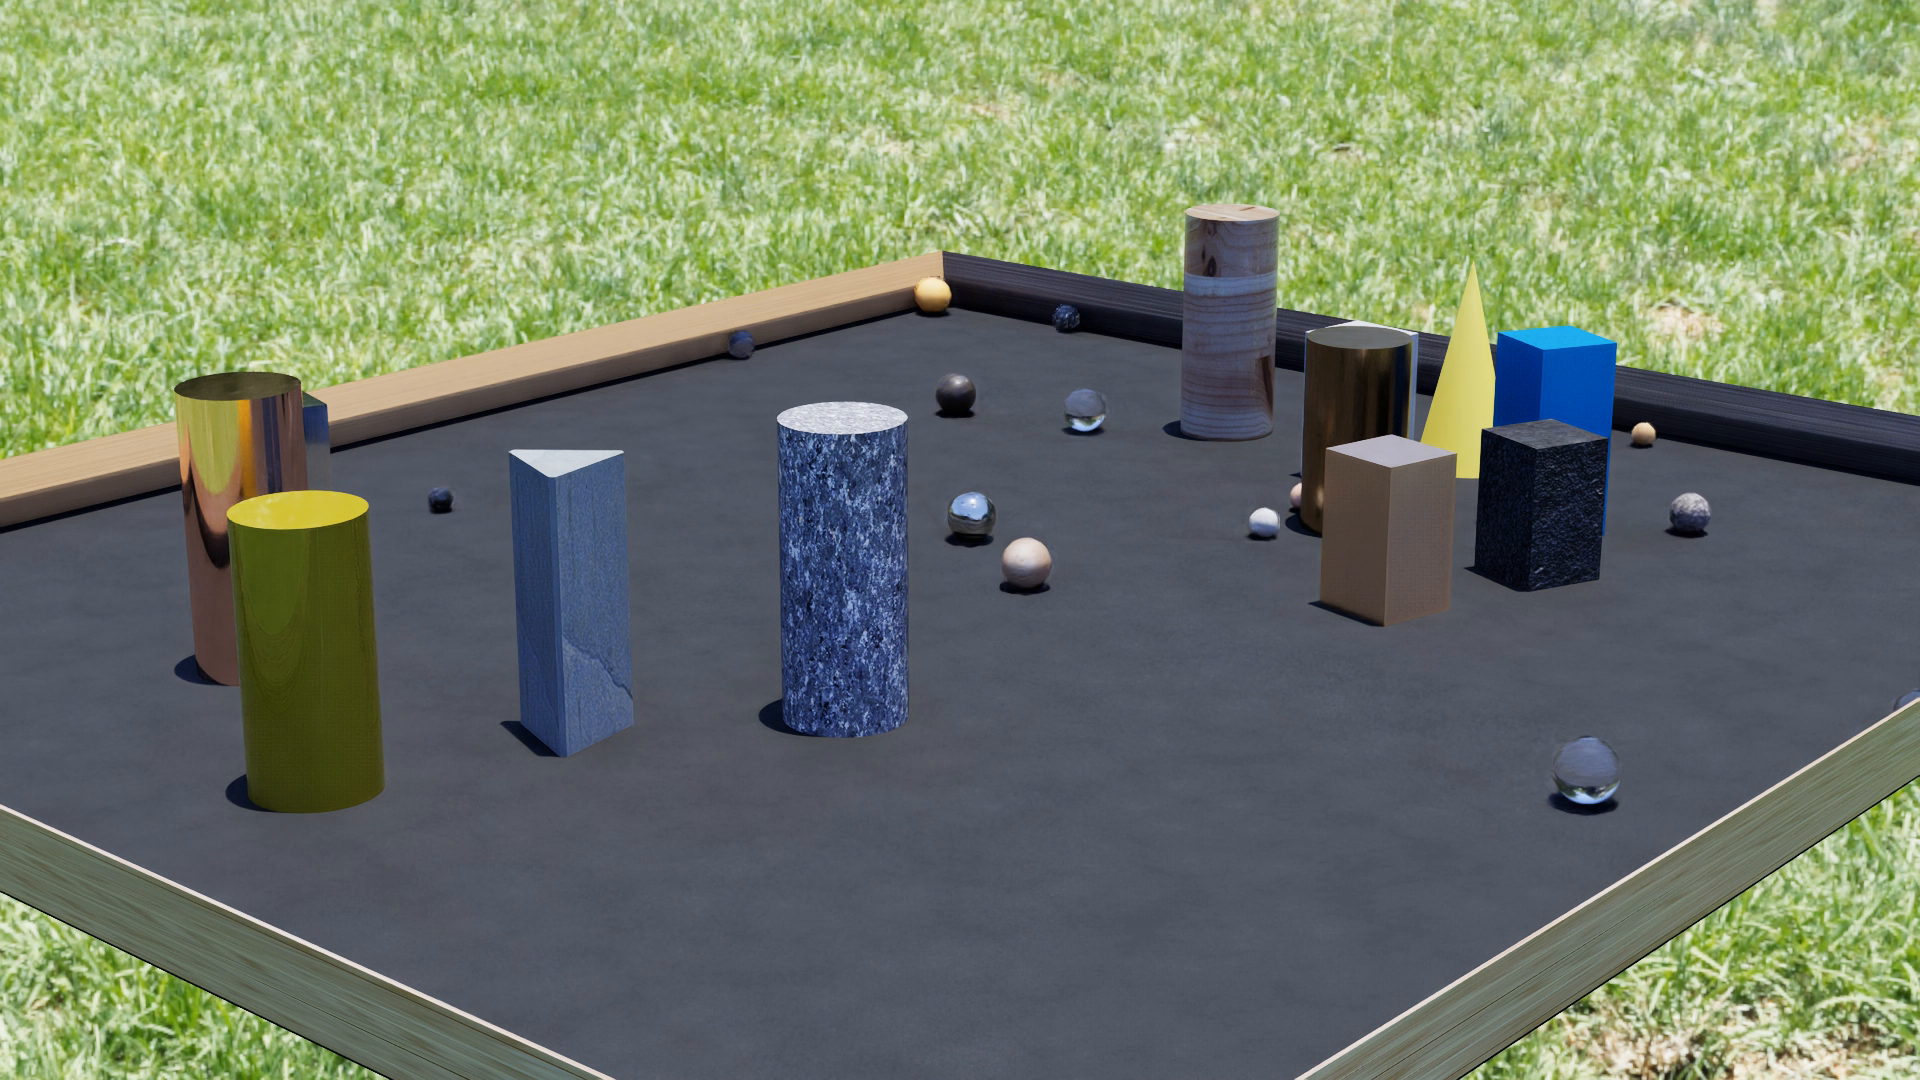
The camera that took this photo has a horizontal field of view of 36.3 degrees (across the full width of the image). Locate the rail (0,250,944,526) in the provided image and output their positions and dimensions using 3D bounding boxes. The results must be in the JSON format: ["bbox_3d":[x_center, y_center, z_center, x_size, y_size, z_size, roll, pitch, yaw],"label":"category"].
[{"bbox_3d":[-1.218,-0.273,6.133,0.045,0.127,3.631,14,22,39],"label":"rail"}]

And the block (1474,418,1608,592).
[{"bbox_3d":[1.032,-0.064,5.211,0.157,0.260,0.157,-9,19,-26],"label":"block"}]

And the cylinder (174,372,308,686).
[{"bbox_3d":[-1.141,-0.019,4.702,0.196,0.469,0.196,0,17,0],"label":"cylinder"}]

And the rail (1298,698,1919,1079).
[{"bbox_3d":[1.218,0.337,4.108,0.045,0.127,3.631,14,22,39],"label":"rail"}]

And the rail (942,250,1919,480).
[{"bbox_3d":[1.175,-0.359,6.416,3.273,0.127,0.045,14,22,39],"label":"rail"}]

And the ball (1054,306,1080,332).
[{"bbox_3d":[0.260,-0.539,7.132,0.062,0.062,0.062,0,17,0],"label":"ball"}]

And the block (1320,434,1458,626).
[{"bbox_3d":[0.733,-0.018,5.028,0.157,0.279,0.157,-12,21,-35],"label":"block"}]

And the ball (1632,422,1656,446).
[{"bbox_3d":[1.421,-0.220,6.096,0.048,0.048,0.048,0,17,0],"label":"ball"}]

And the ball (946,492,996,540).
[{"bbox_3d":[0.022,-0.045,5.438,0.092,0.092,0.092,0,17,0],"label":"ball"}]

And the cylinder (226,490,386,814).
[{"bbox_3d":[-0.934,0.158,4.195,0.196,0.421,0.196,0,17,0],"label":"cylinder"}]

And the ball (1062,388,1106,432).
[{"bbox_3d":[0.263,-0.275,6.205,0.091,0.091,0.091,0,17,0],"label":"ball"}]

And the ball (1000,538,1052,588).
[{"bbox_3d":[0.117,0.040,5.161,0.089,0.089,0.089,0,17,0],"label":"ball"}]

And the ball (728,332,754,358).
[{"bbox_3d":[-0.514,-0.458,6.862,0.062,0.062,0.062,0,17,0],"label":"ball"}]

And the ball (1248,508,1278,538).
[{"bbox_3d":[0.566,-0.032,5.461,0.055,0.055,0.055,0,17,0],"label":"ball"}]

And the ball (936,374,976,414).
[{"bbox_3d":[-0.008,-0.315,6.345,0.087,0.087,0.087,0,17,0],"label":"ball"}]

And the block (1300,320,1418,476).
[{"bbox_3d":[0.794,-0.269,5.830,0.157,0.295,0.157,-14,22,-39],"label":"block"}]

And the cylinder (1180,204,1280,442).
[{"bbox_3d":[0.566,-0.457,6.157,0.196,0.467,0.196,0,17,0],"label":"cylinder"}]

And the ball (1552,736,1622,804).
[{"bbox_3d":[0.896,0.329,4.189,0.098,0.098,0.098,0,17,0],"label":"ball"}]

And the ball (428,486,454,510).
[{"bbox_3d":[-0.998,-0.080,5.633,0.048,0.048,0.048,0,17,0],"label":"ball"}]

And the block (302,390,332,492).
[{"bbox_3d":[-1.207,-0.084,5.159,0.157,0.330,0.157,-11,20,-31],"label":"block"}]

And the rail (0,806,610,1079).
[{"bbox_3d":[-1.175,0.422,3.825,3.273,0.127,0.045,14,22,39],"label":"rail"}]

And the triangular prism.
[{"bbox_3d":[-0.610,0.085,4.418,0.147,0.434,0.170,10,19,30],"label":"triangular prism"}]

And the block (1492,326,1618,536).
[{"bbox_3d":[1.102,-0.197,5.465,0.157,0.369,0.157,-6,18,-20],"label":"block"}]

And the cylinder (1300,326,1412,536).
[{"bbox_3d":[0.741,-0.203,5.493,0.196,0.363,0.196,0,17,0],"label":"cylinder"}]

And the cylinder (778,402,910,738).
[{"bbox_3d":[-0.177,0.044,4.479,0.196,0.476,0.196,0,17,0],"label":"cylinder"}]

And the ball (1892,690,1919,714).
[{"bbox_3d":[1.452,0.264,4.447,0.073,0.073,0.073,0,17,0],"label":"ball"}]

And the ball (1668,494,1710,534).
[{"bbox_3d":[1.365,-0.050,5.487,0.075,0.075,0.075,0,17,0],"label":"ball"}]

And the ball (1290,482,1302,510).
[{"bbox_3d":[0.661,-0.083,5.630,0.055,0.055,0.055,0,17,0],"label":"ball"}]

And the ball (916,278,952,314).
[{"bbox_3d":[-0.066,-0.609,7.316,0.089,0.089,0.089,0,17,0],"label":"ball"}]

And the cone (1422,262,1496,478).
[{"bbox_3d":[1.022,-0.355,5.893,0.196,0.424,0.196,0,17,0],"label":"cone"}]
